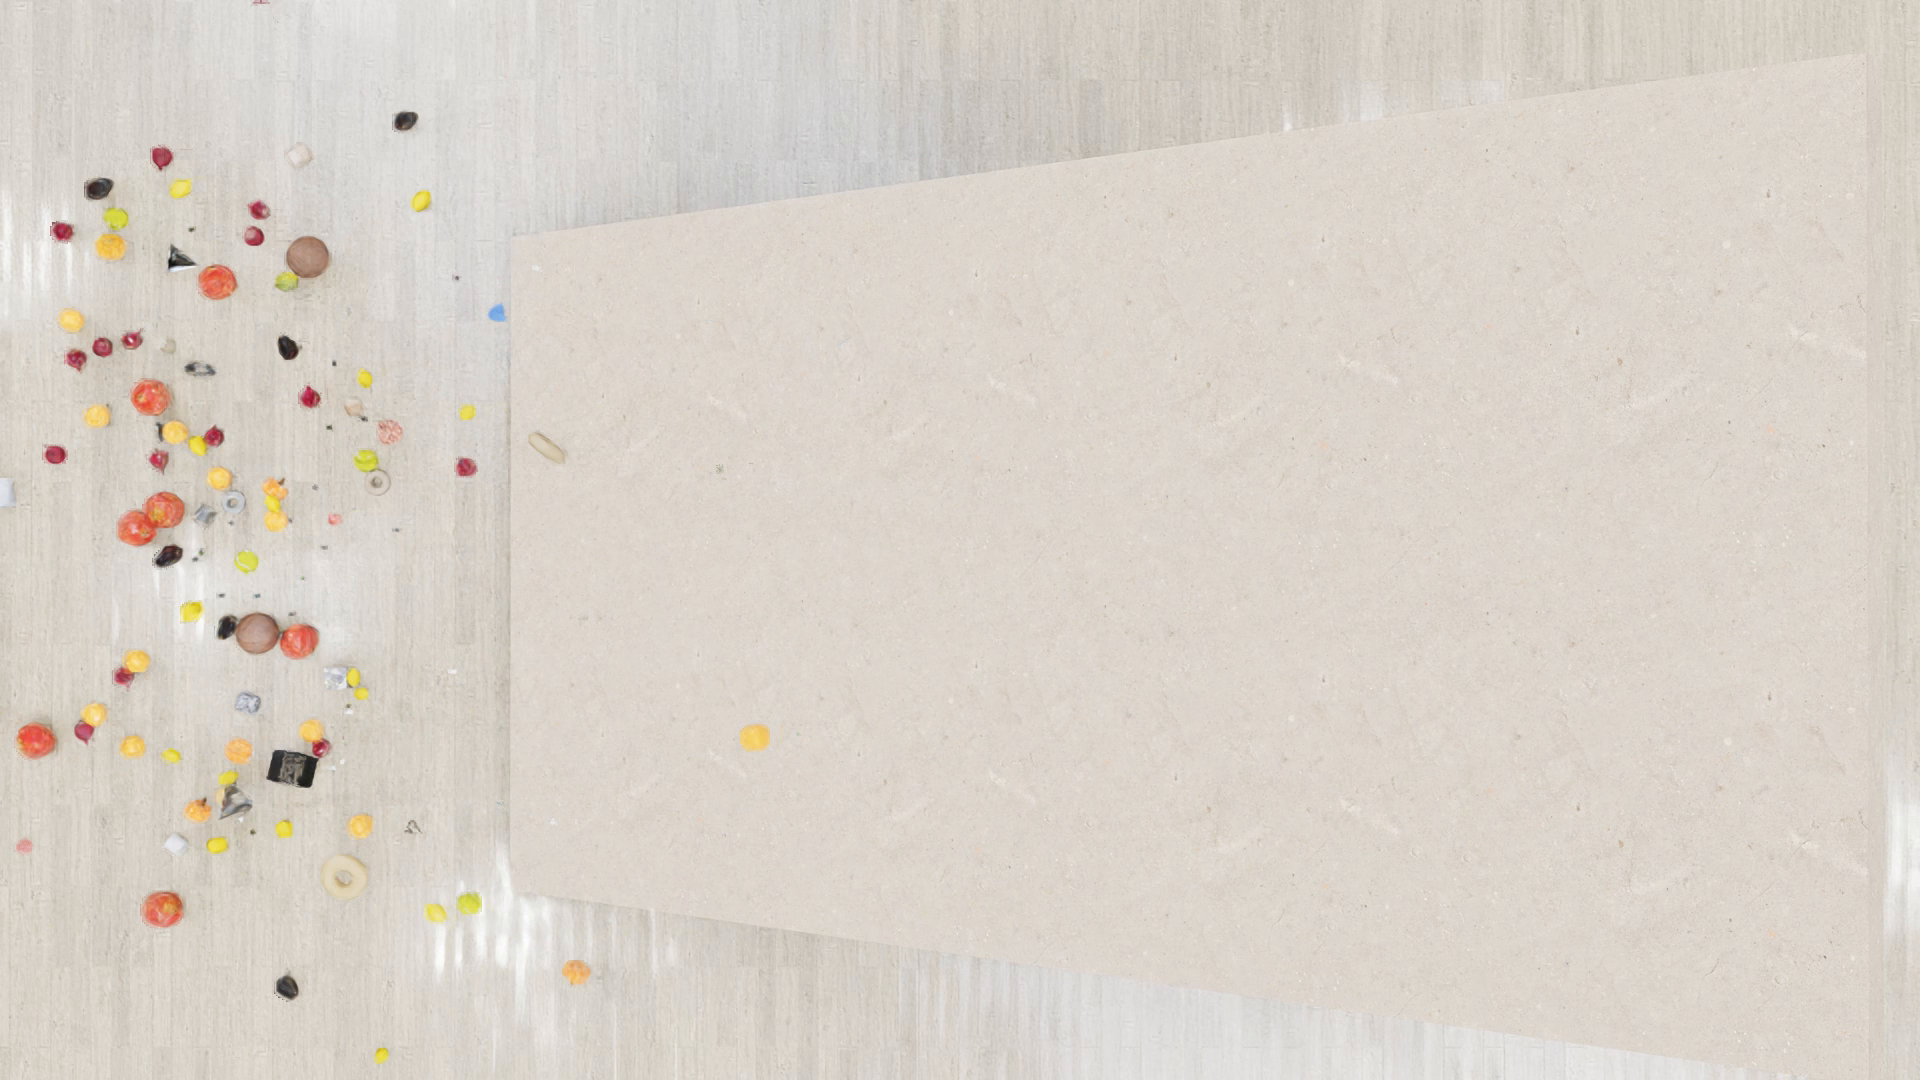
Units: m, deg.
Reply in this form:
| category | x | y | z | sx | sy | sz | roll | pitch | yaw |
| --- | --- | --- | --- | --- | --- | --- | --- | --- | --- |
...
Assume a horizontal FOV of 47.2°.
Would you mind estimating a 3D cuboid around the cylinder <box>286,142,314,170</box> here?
| category | x | y | z | sx | sy | sz | roll | pitch | yaw |
| --- | --- | --- | --- | --- | --- | --- | --- | --- | --- |
| cylinder | -2.032 | -1.182 | 6.770 | 0.059 | 0.059 | 0.059 | -33 | 90 | -2 |

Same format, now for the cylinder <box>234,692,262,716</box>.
| category | x | y | z | sx | sy | sz | roll | pitch | yaw |
| --- | --- | --- | --- | --- | --- | --- | --- | --- | --- |
| cylinder | -2.198 | 0.504 | 6.785 | 0.061 | 0.061 | 0.061 | 18 | 90 | 0 |

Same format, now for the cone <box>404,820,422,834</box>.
| category | x | y | z | sx | sy | sz | roll | pitch | yaw |
| --- | --- | --- | --- | --- | --- | --- | --- | --- | --- |
| cone | -1.678 | 0.896 | 6.786 | 0.050 | 0.050 | 0.050 | 27 | 90 | 5 |

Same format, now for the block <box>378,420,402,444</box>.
| category | x | y | z | sx | sy | sz | roll | pitch | yaw |
| --- | --- | --- | --- | --- | --- | --- | --- | --- | --- |
| block | -1.754 | -0.332 | 6.767 | 0.054 | 0.054 | 0.054 | -8 | 117 | -32 |

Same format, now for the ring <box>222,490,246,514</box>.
| category | x | y | z | sx | sy | sz | roll | pitch | yaw |
| --- | --- | --- | --- | --- | --- | --- | --- | --- | --- |
| ring | -2.248 | -0.117 | 6.807 | 0.077 | 0.026 | 0.077 | 0 | 90 | -1 |

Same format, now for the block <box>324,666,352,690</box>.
| category | x | y | z | sx | sy | sz | roll | pitch | yaw |
| --- | --- | --- | --- | --- | --- | --- | --- | --- | --- |
| block | -1.918 | 0.426 | 6.783 | 0.065 | 0.065 | 0.065 | -3 | 90 | 0 |

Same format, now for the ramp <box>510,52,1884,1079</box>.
| category | x | y | z | sx | sy | sz | roll | pitch | yaw |
| --- | --- | --- | --- | --- | --- | --- | --- | --- | --- |
| ramp | 0.220 | 0.063 | 5.536 | 4.000 | 0.100 | 2.000 | 0 | 90 | 38 |

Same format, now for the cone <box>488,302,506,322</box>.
| category | x | y | z | sx | sy | sz | roll | pitch | yaw |
| --- | --- | --- | --- | --- | --- | --- | --- | --- | --- |
| cone | -1.415 | -0.709 | 6.758 | 0.057 | 0.057 | 0.057 | 12 | 64 | 0 |

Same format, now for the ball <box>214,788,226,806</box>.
| category | x | y | z | sx | sy | sz | roll | pitch | yaw |
| --- | --- | --- | --- | --- | --- | --- | --- | --- | --- |
| ball | -2.271 | 0.792 | 6.786 | 0.055 | 0.055 | 0.055 | 0 | 90 | 0 |

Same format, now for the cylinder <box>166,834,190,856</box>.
| category | x | y | z | sx | sy | sz | roll | pitch | yaw |
| --- | --- | --- | --- | --- | --- | --- | --- | --- | --- |
| cylinder | -2.415 | 0.941 | 6.785 | 0.050 | 0.050 | 0.050 | 33 | 90 | 7 |

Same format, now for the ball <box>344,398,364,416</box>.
| category | x | y | z | sx | sy | sz | roll | pitch | yaw |
| --- | --- | --- | --- | --- | --- | --- | --- | --- | --- |
| ball | -1.873 | -0.412 | 6.794 | 0.056 | 0.056 | 0.056 | 0 | 90 | 0 |

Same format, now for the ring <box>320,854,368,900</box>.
| category | x | y | z | sx | sy | sz | roll | pitch | yaw |
| --- | --- | --- | --- | --- | --- | --- | --- | --- | --- |
| ring | -1.851 | 1.012 | 6.610 | 0.148 | 0.049 | 0.148 | 2 | 106 | 6 |

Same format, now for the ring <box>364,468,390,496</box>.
| category | x | y | z | sx | sy | sz | roll | pitch | yaw |
| --- | --- | --- | --- | --- | --- | --- | --- | --- | --- |
| ring | -1.804 | -0.179 | 6.806 | 0.084 | 0.028 | 0.084 | 0 | 89 | 1 |

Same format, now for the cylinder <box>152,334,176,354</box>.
| category | x | y | z | sx | sy | sz | roll | pitch | yaw |
| --- | --- | --- | --- | --- | --- | --- | --- | --- | --- |
| cylinder | -2.442 | -0.601 | 6.747 | 0.052 | 0.052 | 0.052 | -4 | 75 | 14 |

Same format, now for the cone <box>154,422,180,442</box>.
| category | x | y | z | sx | sy | sz | roll | pitch | yaw |
| --- | --- | --- | --- | --- | --- | --- | --- | --- | --- |
| cone | -2.450 | -0.339 | 6.806 | 0.067 | 0.067 | 0.067 | -12 | 90 | -27 |

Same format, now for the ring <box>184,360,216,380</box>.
| category | x | y | z | sx | sy | sz | roll | pitch | yaw |
| --- | --- | --- | --- | --- | --- | --- | --- | --- | --- |
| ring | -2.339 | -0.523 | 6.771 | 0.092 | 0.092 | 0.031 | -8 | 63 | 0 |

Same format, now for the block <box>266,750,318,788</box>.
| category | x | y | z | sx | sy | sz | roll | pitch | yaw |
| --- | --- | --- | --- | --- | --- | --- | --- | --- | --- |
| block | -2.047 | 0.703 | 6.742 | 0.096 | 0.096 | 0.096 | 5 | 76 | 20 |

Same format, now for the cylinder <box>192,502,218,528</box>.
| category | x | y | z | sx | sy | sz | roll | pitch | yaw |
| --- | --- | --- | --- | --- | --- | --- | --- | --- | --- |
| cylinder | -2.322 | -0.075 | 6.767 | 0.057 | 0.057 | 0.057 | 33 | 84 | 0 |

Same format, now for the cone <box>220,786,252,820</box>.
| category | x | y | z | sx | sy | sz | roll | pitch | yaw |
| --- | --- | --- | --- | --- | --- | --- | --- | --- | --- |
| cone | -2.244 | 0.825 | 6.750 | 0.100 | 0.100 | 0.100 | 42 | 100 | 0 |

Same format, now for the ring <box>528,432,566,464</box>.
| category | x | y | z | sx | sy | sz | roll | pitch | yaw |
| --- | --- | --- | --- | --- | --- | --- | --- | --- | --- |
| ring | -1.227 | -0.273 | 6.527 | 0.126 | 0.126 | 0.042 | 37 | 89 | 0 |
